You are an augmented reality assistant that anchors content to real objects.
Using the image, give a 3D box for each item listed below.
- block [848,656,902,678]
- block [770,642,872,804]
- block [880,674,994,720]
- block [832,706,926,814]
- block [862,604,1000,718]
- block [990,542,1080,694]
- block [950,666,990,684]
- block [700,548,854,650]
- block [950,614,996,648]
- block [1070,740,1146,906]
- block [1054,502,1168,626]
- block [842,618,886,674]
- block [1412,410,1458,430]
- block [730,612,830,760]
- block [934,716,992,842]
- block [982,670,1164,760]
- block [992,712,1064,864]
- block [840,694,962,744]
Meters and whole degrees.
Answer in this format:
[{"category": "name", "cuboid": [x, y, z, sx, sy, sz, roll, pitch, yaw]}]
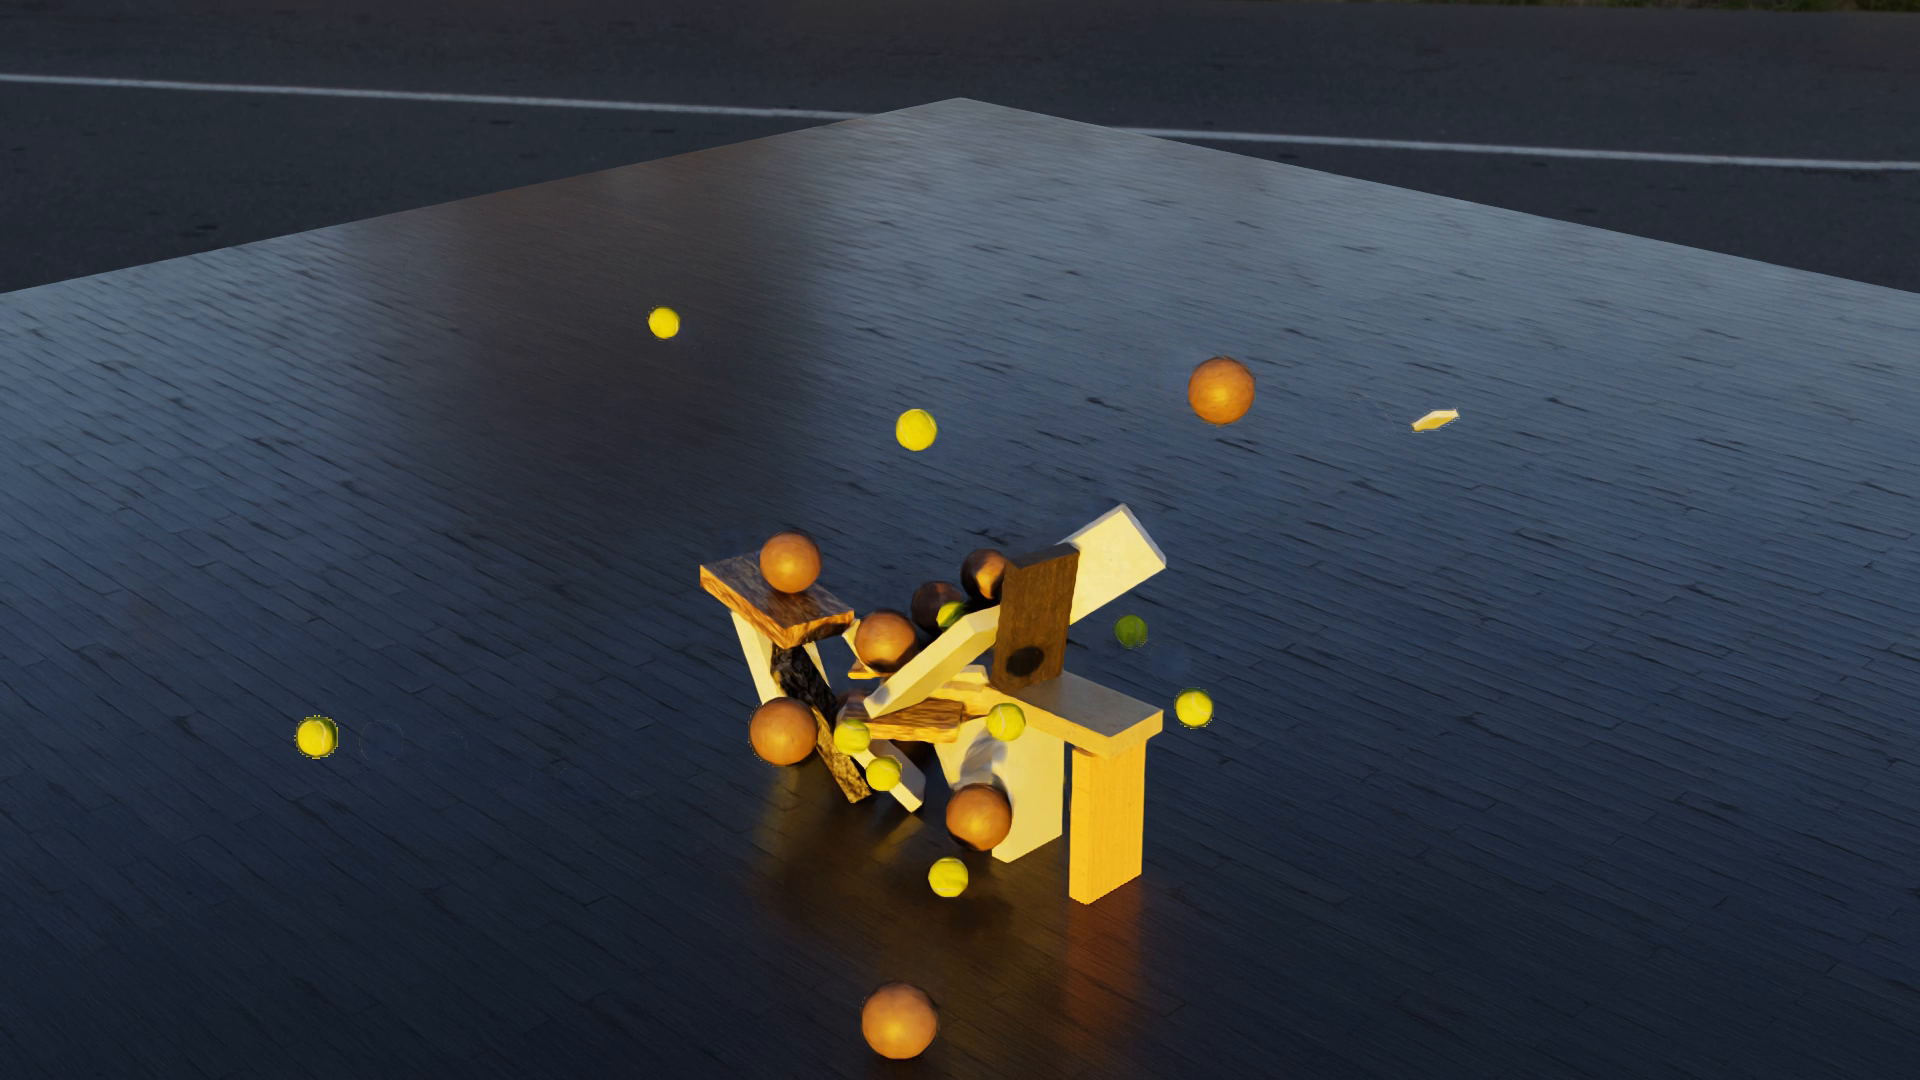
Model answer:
[{"category": "block", "cuboid": [-0.174, 0.260, 4.489, 0.101, 0.014, 0.050, -5, 33, 30]}, {"category": "block", "cuboid": [-0.283, 0.360, 4.500, 0.048, 0.336, 0.168, -27, 21, 8]}, {"category": "block", "cuboid": [-0.022, 0.320, 4.452, 0.276, 0.078, 0.022, 6, 43, 16]}, {"category": "block", "cuboid": [-0.162, 0.442, 4.474, 0.033, 0.230, 0.115, -40, 16, 17]}, {"category": "block", "cuboid": [-0.033, 0.233, 4.254, 0.140, 0.374, 0.040, -16, 72, -43]}, {"category": "block", "cuboid": [0.140, 0.147, 4.131, 0.140, 0.280, 0.040, -15, 37, -32]}, {"category": "block", "cuboid": [-0.017, 0.293, 4.461, 0.156, 0.078, 0.022, -2, 34, 22]}, {"category": "block", "cuboid": [-0.383, 0.120, 4.577, 0.168, 0.048, 0.336, -14, 30, -33]}, {"category": "block", "cuboid": [0.049, 0.187, 4.374, 0.022, 0.078, 0.156, -57, 27, -12]}, {"category": "block", "cuboid": [0.278, 0.515, 4.144, 0.044, 0.313, 0.157, 21, 31, 41]}, {"category": "block", "cuboid": [0.237, 0.060, 4.172, 0.280, 0.140, 0.040, -32, 16, 22]}, {"category": "block", "cuboid": [-0.195, 0.214, 4.459, 0.014, 0.101, 0.050, -13, 27, 44]}, {"category": "block", "cuboid": [1.014, -0.256, 4.693, 0.050, 0.014, 0.101, -3, -13, -17]}, {"category": "block", "cuboid": [-0.366, 0.277, 4.683, 0.048, 0.336, 0.168, -10, 14, 35]}, {"category": "block", "cuboid": [0.036, 0.476, 4.391, 0.115, 0.033, 0.230, -15, 70, -17]}, {"category": "block", "cuboid": [0.211, 0.317, 4.153, 0.313, 0.044, 0.157, 20, 30, 39]}, {"category": "block", "cuboid": [0.132, 0.457, 4.280, 0.044, 0.313, 0.157, 21, 30, 41]}, {"category": "block", "cuboid": [-0.115, 0.357, 4.391, 0.230, 0.033, 0.115, 3, 23, 5]}]
